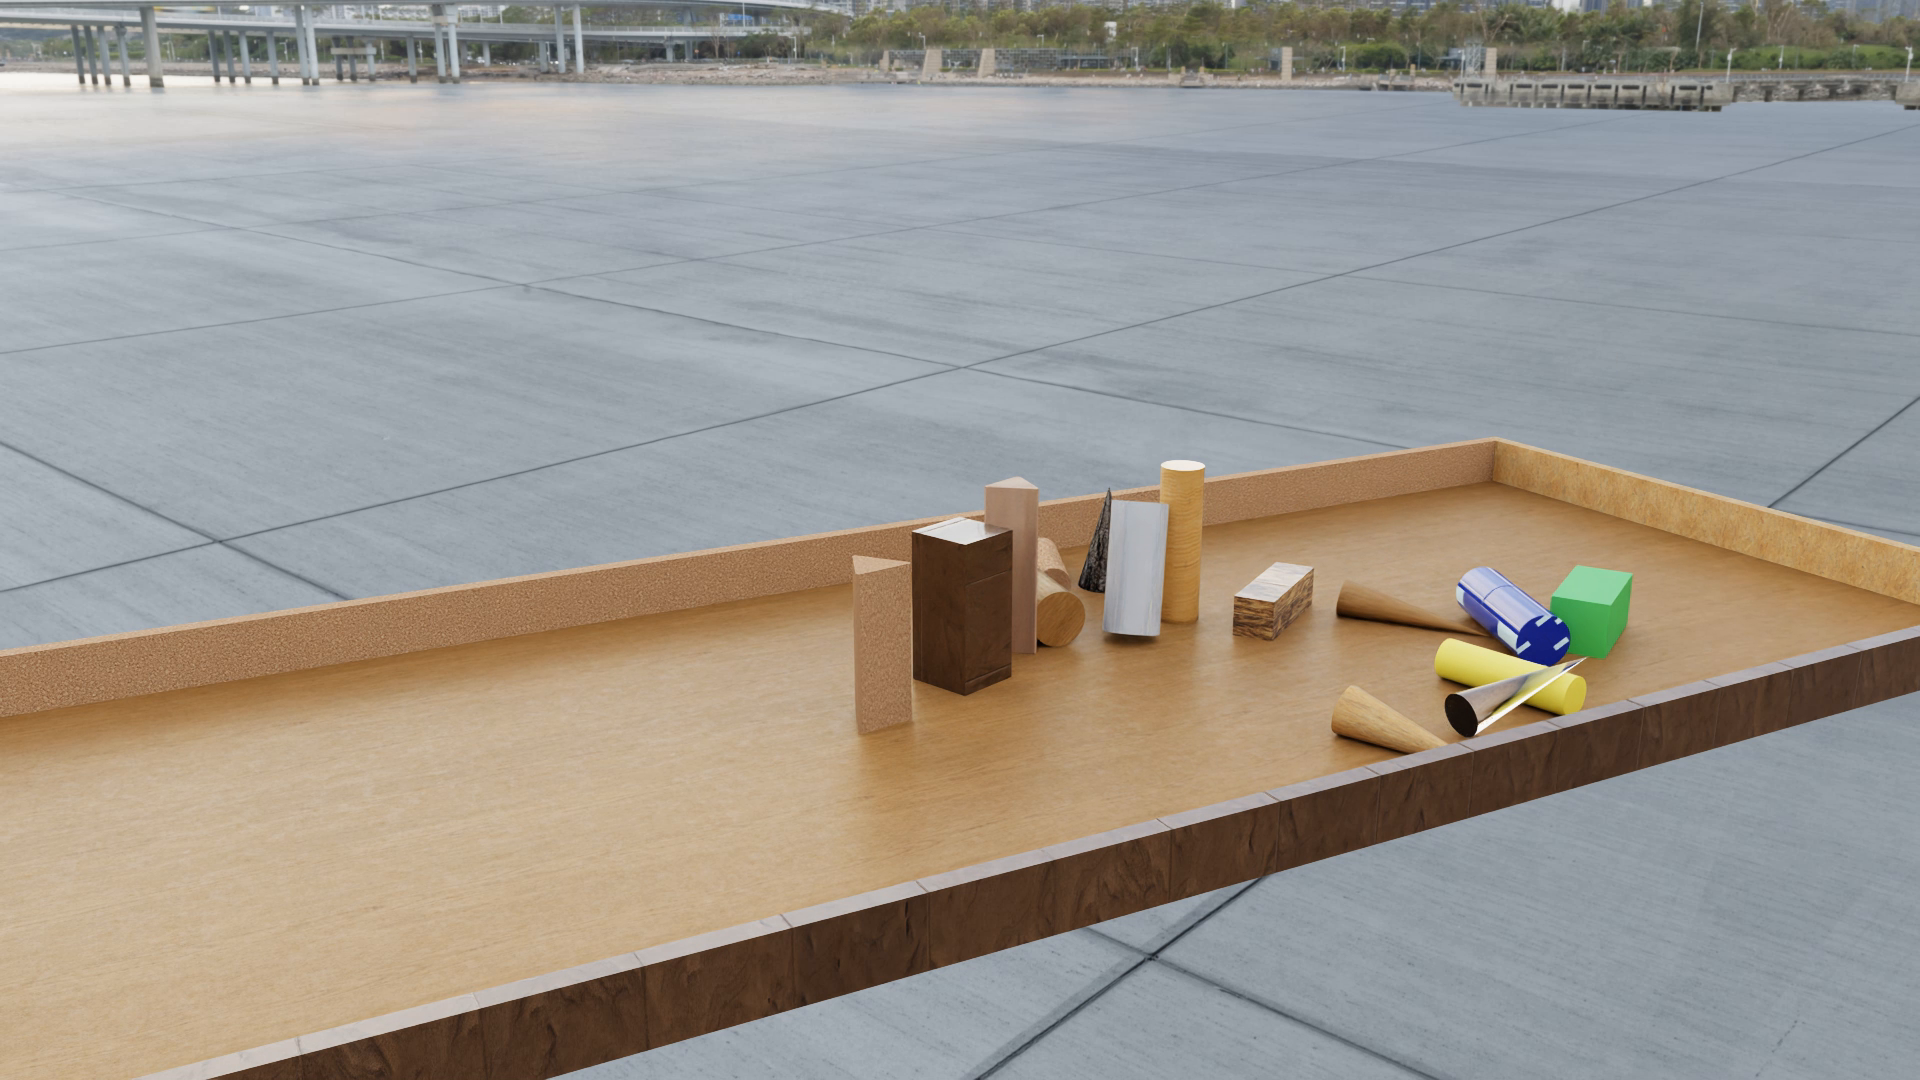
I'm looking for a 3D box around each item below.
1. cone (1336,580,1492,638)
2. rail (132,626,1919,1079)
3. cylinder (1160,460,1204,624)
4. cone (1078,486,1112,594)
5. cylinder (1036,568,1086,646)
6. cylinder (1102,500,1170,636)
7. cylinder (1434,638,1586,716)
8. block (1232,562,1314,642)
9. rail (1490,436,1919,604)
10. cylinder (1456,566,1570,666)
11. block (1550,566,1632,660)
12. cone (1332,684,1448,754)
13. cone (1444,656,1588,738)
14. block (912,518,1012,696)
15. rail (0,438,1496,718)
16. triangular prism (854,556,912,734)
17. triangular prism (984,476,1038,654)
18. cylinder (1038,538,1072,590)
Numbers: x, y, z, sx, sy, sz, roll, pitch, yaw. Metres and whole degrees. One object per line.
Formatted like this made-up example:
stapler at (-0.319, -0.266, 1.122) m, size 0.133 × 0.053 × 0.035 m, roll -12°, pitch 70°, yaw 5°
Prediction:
cone at (1.259, 0.213, 4.540) m, size 0.424 × 0.102 × 0.102 m, roll 16°, pitch 21°, yaw 24°
rail at (-2.336, 1.006, 1.665) m, size 12.000 × 0.150 × 0.050 m, roll -9°, pitch 18°, yaw -27°
cylinder at (0.607, 0.007, 4.553) m, size 0.119 × 0.438 × 0.119 m, roll 0°, pitch 16°, yaw 0°
cone at (0.436, -0.013, 4.861) m, size 0.170 × 0.303 × 0.170 m, roll 0°, pitch 16°, yaw 0°
cylinder at (0.199, 0.160, 4.540) m, size 0.153 × 0.153 × 0.376 m, roll -6°, pitch 17°, yaw -19°
cylinder at (0.472, 0.073, 4.432) m, size 0.154 × 0.352 × 0.154 m, roll 4°, pitch 2°, yaw 0°
cylinder at (1.342, 0.335, 4.035) m, size 0.102 × 0.102 × 0.352 m, roll -14°, pitch 21°, yaw -39°
block at (0.874, 0.168, 4.586) m, size 0.112 × 0.112 × 0.355 m, roll 9°, pitch 19°, yaw 27°
rail at (2.466, -0.048, 5.253) m, size 0.050 × 0.150 × 2.100 m, roll -9°, pitch 18°, yaw -27°
cylinder at (1.475, 0.202, 4.417) m, size 0.143 × 0.143 × 0.418 m, roll -1°, pitch 16°, yaw -4°
block at (1.698, 0.190, 4.444) m, size 0.148 × 0.148 × 0.319 m, roll 10°, pitch 19°, yaw 30°
cone at (1.036, 0.456, 3.697) m, size 0.392 × 0.122 × 0.122 m, roll 24°, pitch 28°, yaw 35°
cone at (1.327, 0.341, 3.868) m, size 0.400 × 0.107 × 0.107 m, roll -20°, pitch 23°, yaw -22°
block at (0.006, 0.162, 4.114) m, size 0.176 × 0.388 × 0.176 m, roll 14°, pitch 22°, yaw 40°
rail at (-3.305, 0.497, 3.399) m, size 12.000 × 0.150 × 0.050 m, roll -9°, pitch 18°, yaw -27°
triangular prism at (-0.211, 0.236, 3.863) m, size 0.147 × 0.387 × 0.127 m, roll -12°, pitch 20°, yaw -35°
triangular prism at (0.142, 0.065, 4.339) m, size 0.137 × 0.449 × 0.119 m, roll 3°, pitch 17°, yaw 10°
cylinder at (0.256, 0.087, 4.873) m, size 0.105 × 0.105 × 0.317 m, roll -1°, pitch 16°, yaw -4°
